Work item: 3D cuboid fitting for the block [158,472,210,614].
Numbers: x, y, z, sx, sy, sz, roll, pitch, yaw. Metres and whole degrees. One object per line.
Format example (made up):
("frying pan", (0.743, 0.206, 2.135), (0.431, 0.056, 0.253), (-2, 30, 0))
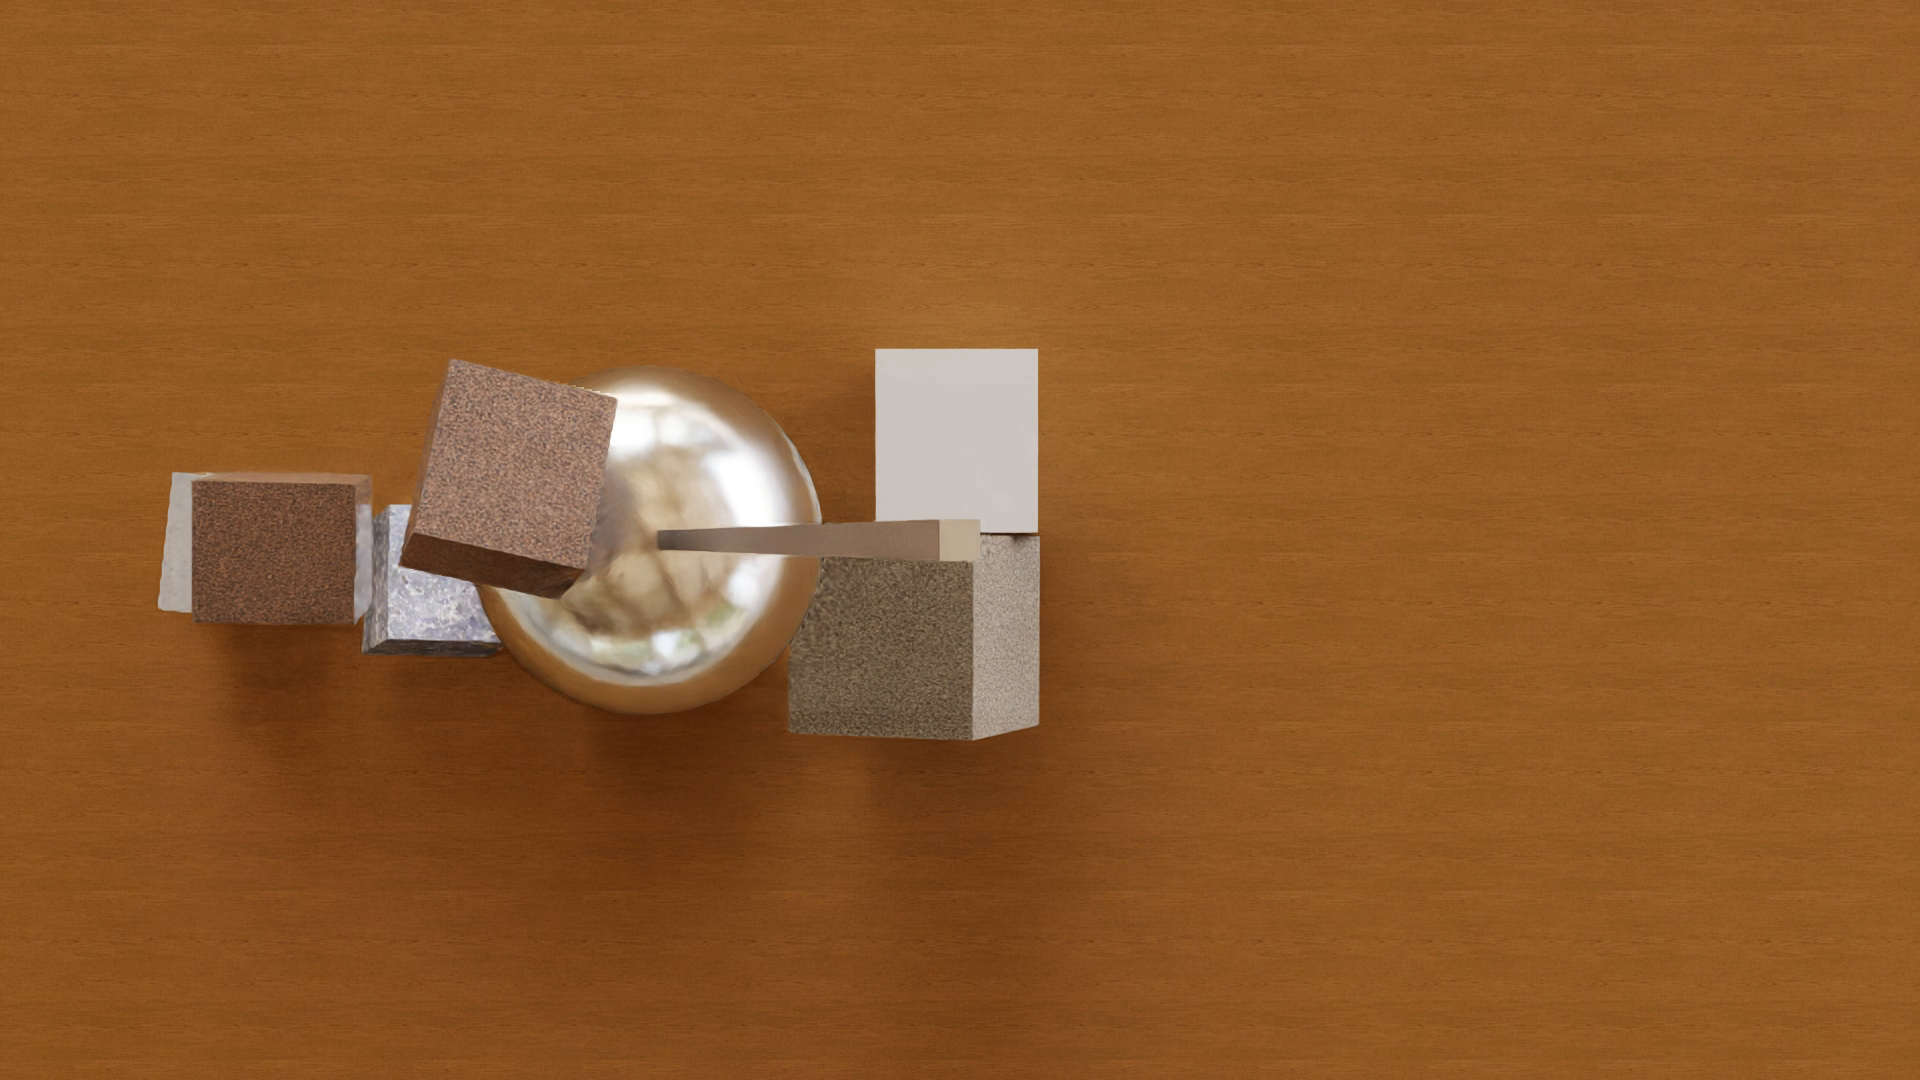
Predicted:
("block", (-4.110, 0.034, 12.619), (0.638, 0.745, 0.770), (7, 91, 0))

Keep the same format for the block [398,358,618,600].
("block", (-1.821, -0.226, 8.834), (0.663, 0.682, 0.707), (13, 75, -16))

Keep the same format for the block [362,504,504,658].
("block", (-2.951, 0.245, 12.470), (0.713, 0.687, 0.744), (3, 79, -26))

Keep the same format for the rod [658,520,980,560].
("rod", (-0.617, 0.000, 6.723), (0.080, 5.200, 0.080), (0, 90, -14))

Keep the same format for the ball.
("ball", (-1.424, 0.000, 10.026), (1.600, 1.600, 1.600), (0, 90, 0))

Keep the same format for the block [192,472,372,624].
("block", (-3.175, 0.027, 10.352), (0.714, 0.791, 0.642), (1, 95, -10))

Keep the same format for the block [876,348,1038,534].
("block", (-0.018, -0.546, 12.558), (0.895, 0.885, 1.012), (0, 90, 0))

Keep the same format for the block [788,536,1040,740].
("block", (-0.240, 0.516, 12.307), (1.074, 1.071, 1.083), (0, 90, 21))
